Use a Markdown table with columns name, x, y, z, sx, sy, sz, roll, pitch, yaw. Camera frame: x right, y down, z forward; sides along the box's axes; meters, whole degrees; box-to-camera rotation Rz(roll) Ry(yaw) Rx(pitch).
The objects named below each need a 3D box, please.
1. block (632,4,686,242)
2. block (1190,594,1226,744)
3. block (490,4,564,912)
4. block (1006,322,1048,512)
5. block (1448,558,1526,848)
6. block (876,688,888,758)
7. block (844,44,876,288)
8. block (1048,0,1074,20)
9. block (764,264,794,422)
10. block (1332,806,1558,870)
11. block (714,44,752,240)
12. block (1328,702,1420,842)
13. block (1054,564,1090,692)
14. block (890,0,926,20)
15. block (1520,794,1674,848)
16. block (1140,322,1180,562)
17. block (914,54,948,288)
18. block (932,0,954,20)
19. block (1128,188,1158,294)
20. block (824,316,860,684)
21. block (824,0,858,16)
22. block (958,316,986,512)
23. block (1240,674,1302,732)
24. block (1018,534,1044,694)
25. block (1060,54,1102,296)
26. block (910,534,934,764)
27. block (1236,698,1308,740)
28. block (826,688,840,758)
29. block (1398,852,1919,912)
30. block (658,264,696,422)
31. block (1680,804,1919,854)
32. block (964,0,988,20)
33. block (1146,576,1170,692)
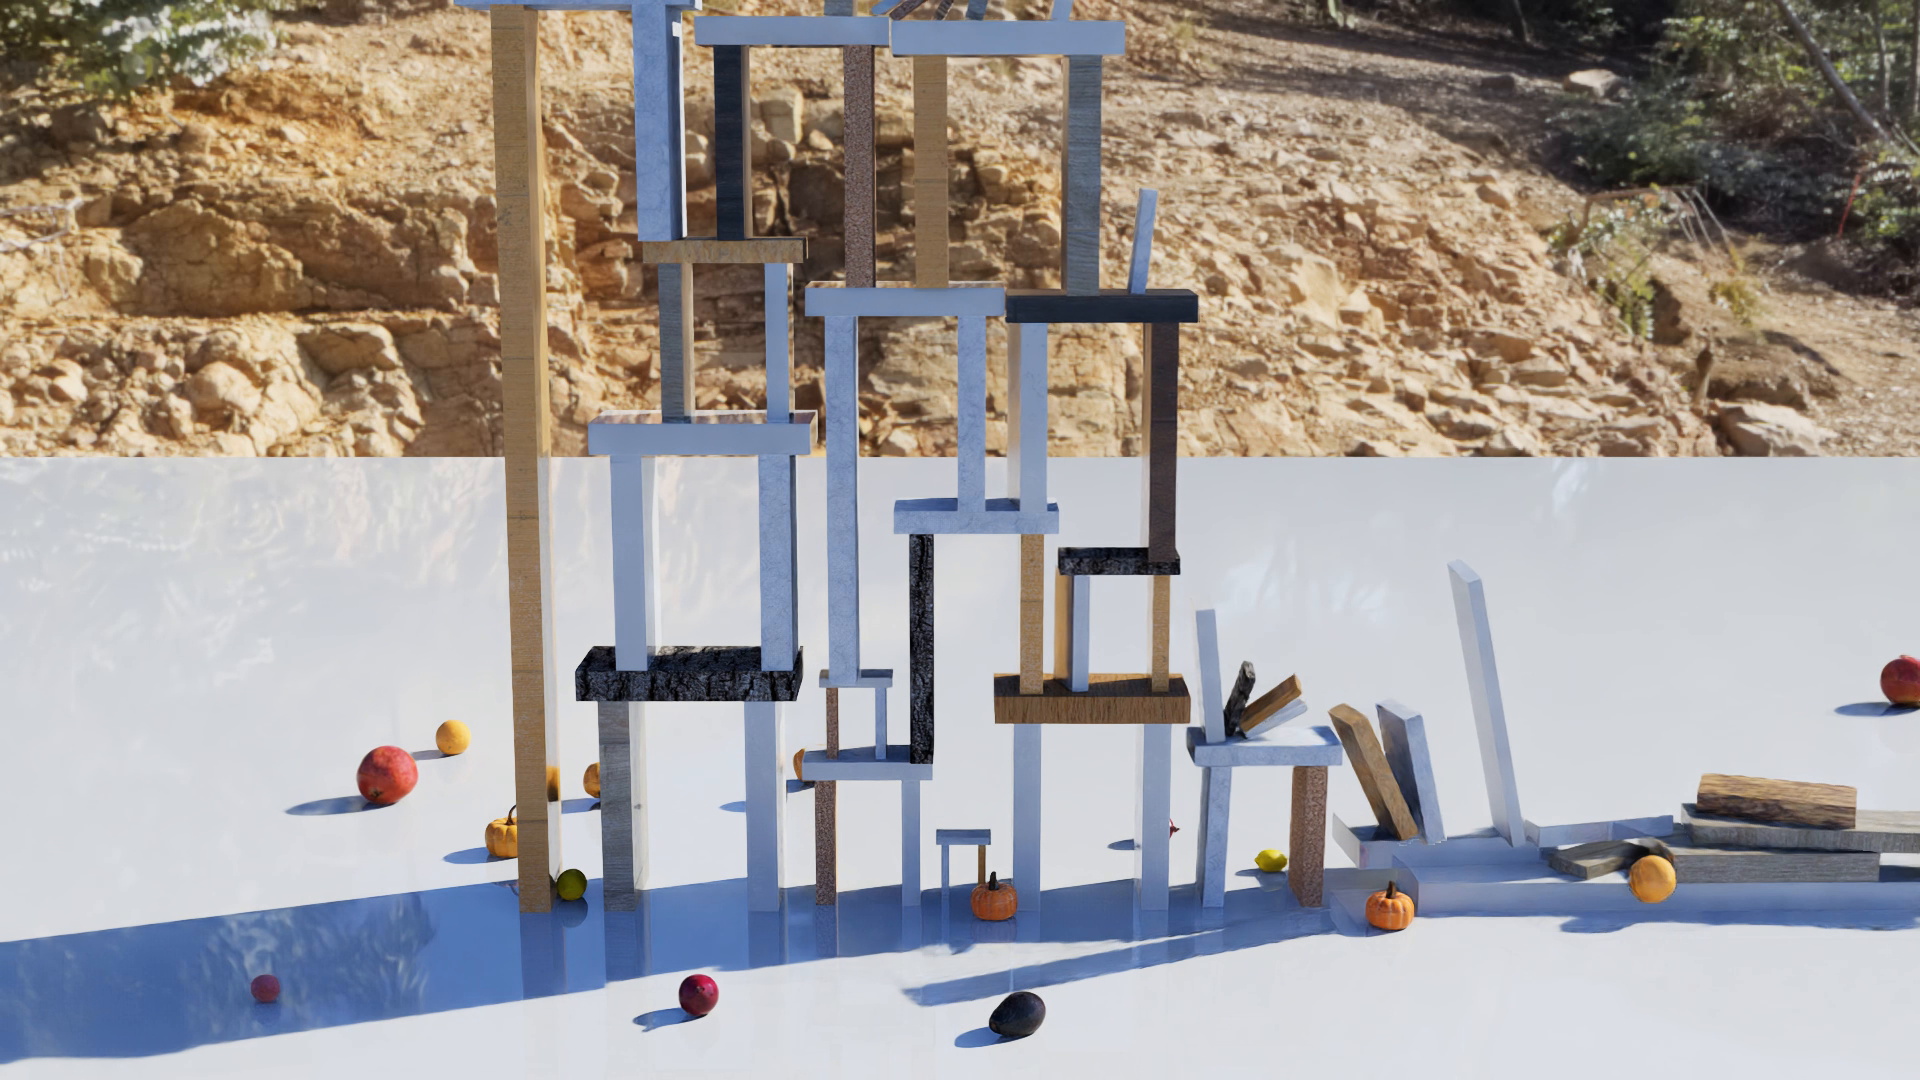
| name | x | y | z | sx | sy | sz | roll | pitch | yaw |
| --- | --- | --- | --- | --- | --- | --- | --- | --- | --- |
| block | -0.469 | -0.650 | 3.438 | 0.050 | 0.355 | 0.177 | 0 | 11 | 1 |
| block | 0.405 | 0.210 | 3.599 | 0.031 | 0.221 | 0.111 | -5 | 10 | 2 |
| block | -0.693 | -0.117 | 3.535 | 0.050 | 1.439 | 0.177 | 0 | 11 | -4 |
| block | 0.107 | -0.204 | 3.517 | 0.042 | 0.299 | 0.149 | -1 | 11 | -7 |
| block | 0.853 | 0.269 | 3.555 | 0.023 | 0.505 | 0.081 | -18 | 25 | -5 |
| block | -0.129 | 0.293 | 3.611 | 0.017 | 0.120 | 0.060 | 0 | 11 | 0 |
| block | -0.156 | -0.586 | 3.450 | 0.042 | 0.368 | 0.148 | 0 | 11 | 0 |
| block | 0.176 | -0.898 | 3.391 | 0.028 | 0.197 | 0.099 | 14 | 10 | -3 |
| block | -0.287 | -0.319 | 3.502 | 0.035 | 0.248 | 0.124 | 0 | 11 | 0 |
| block | 0.822 | 0.504 | 3.738 | 0.339 | 0.048 | 0.170 | -1 | 11 | -6 |
| block | -0.355 | -0.621 | 3.443 | 0.042 | 0.296 | 0.148 | 0 | 11 | 0 |
| block | 0.686 | 0.384 | 3.651 | 0.031 | 0.221 | 0.111 | -27 | 11 | -6 |
| block | 0.182 | 0.143 | 3.585 | 0.027 | 0.193 | 0.096 | -3 | 11 | -16 |
| block | -0.059 | -0.840 | 3.399 | 0.113 | 0.016 | 0.057 | -36 | 9 | 6 |
| block | 1.053 | 0.470 | 3.692 | 0.247 | 0.035 | 0.124 | -3 | 11 | -15 |
| block | 0.319 | -0.165 | 3.530 | 0.042 | 0.379 | 0.149 | 0 | 11 | 0 |
| block | -0.044 | -0.578 | 3.451 | 0.050 | 0.353 | 0.176 | 0 | 11 | 0 |
| block | -0.005 | -0.856 | 3.395 | 0.016 | 0.121 | 0.057 | 30 | 9 | -6 |
| block | 0.288 | -0.473 | 3.472 | 0.023 | 0.161 | 0.081 | 6 | 10 | -1 |
| block | -0.188 | -0.073 | 3.547 | 0.044 | 0.589 | 0.155 | 0 | 11 | 0 |
| block | -0.172 | -0.993 | 3.377 | 0.043 | 0.373 | 0.153 | 4 | 11 | -1 |
| block | 0.018 | -0.210 | 3.521 | 0.044 | 0.310 | 0.155 | 0 | 11 | 0 |
| block | 0.506 | 0.266 | 3.584 | 0.113 | 0.016 | 0.057 | -37 | 11 | 14 |
| block | 0.114 | 0.108 | 3.581 | 0.037 | 0.263 | 0.131 | 0 | 10 | 0 |
| block | 0.189 | -0.573 | 3.453 | 0.050 | 0.365 | 0.176 | 0 | 11 | -1 |
| block | -0.062 | 0.165 | 3.593 | 0.037 | 0.379 | 0.131 | 0 | 11 | 0 |
| block | 0.510 | 0.291 | 3.616 | 0.113 | 0.016 | 0.057 | -25 | 15 | -7 |
| block | -0.209 | 0.293 | 3.611 | 0.017 | 0.120 | 0.060 | 0 | 11 | 0 |
| block | 1.244 | 0.566 | 3.668 | 0.995 | 0.048 | 0.170 | 0 | 11 | 0 |
| block | -0.450 | -0.319 | 3.500 | 0.035 | 0.248 | 0.124 | 0 | 11 | 1 |
| block | 1.453 | 0.480 | 3.644 | 0.479 | 0.035 | 0.124 | 1 | 11 | 9 |
| block | 0.045 | -0.898 | 3.390 | 0.028 | 0.197 | 0.099 | 14 | 10 | -3 |
| block | 0.323 | 0.143 | 3.587 | 0.027 | 0.193 | 0.096 | 0 | 11 | 0 |
